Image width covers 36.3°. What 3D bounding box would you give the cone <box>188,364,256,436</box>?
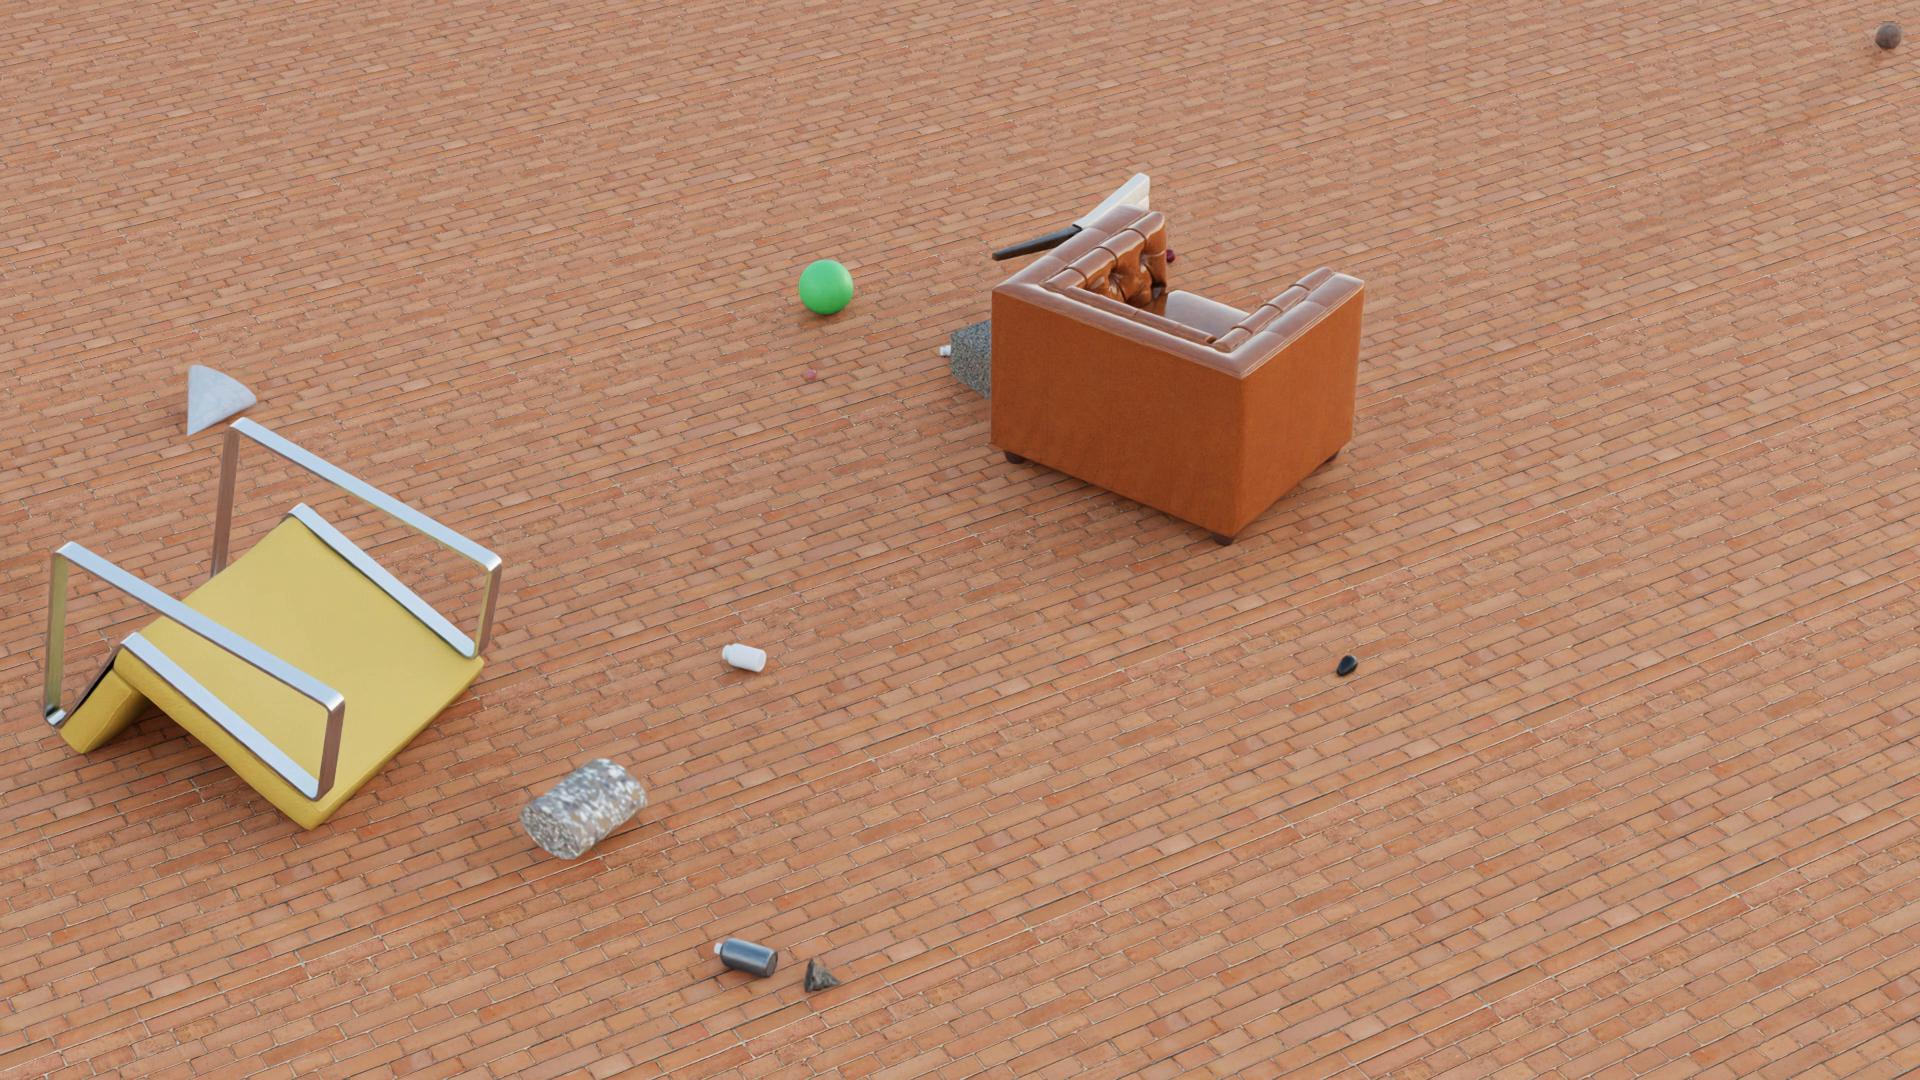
[{"bbox_3d":[-2.996,-0.513,11.638,0.303,0.166,0.285,26,57,-2],"label":"cone"}]

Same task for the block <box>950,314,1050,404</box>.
[{"bbox_3d":[0.162,-0.735,11.884,0.274,0.194,0.298,-23,40,-31],"label":"block"}]

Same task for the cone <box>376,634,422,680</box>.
[{"bbox_3d":[-1.979,0.407,10.265,0.173,0.152,0.130,-44,16,-19],"label":"cone"}]

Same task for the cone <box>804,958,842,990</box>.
[{"bbox_3d":[-0.406,1.330,8.890,0.111,0.082,0.106,15,42,-15],"label":"cone"}]

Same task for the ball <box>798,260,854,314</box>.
[{"bbox_3d":[-0.564,-1.064,12.348,0.232,0.232,0.232,0,33,0],"label":"ball"}]

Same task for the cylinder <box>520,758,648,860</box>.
[{"bbox_3d":[-1.216,0.866,9.474,0.263,0.171,0.316,25,41,29],"label":"cylinder"}]
